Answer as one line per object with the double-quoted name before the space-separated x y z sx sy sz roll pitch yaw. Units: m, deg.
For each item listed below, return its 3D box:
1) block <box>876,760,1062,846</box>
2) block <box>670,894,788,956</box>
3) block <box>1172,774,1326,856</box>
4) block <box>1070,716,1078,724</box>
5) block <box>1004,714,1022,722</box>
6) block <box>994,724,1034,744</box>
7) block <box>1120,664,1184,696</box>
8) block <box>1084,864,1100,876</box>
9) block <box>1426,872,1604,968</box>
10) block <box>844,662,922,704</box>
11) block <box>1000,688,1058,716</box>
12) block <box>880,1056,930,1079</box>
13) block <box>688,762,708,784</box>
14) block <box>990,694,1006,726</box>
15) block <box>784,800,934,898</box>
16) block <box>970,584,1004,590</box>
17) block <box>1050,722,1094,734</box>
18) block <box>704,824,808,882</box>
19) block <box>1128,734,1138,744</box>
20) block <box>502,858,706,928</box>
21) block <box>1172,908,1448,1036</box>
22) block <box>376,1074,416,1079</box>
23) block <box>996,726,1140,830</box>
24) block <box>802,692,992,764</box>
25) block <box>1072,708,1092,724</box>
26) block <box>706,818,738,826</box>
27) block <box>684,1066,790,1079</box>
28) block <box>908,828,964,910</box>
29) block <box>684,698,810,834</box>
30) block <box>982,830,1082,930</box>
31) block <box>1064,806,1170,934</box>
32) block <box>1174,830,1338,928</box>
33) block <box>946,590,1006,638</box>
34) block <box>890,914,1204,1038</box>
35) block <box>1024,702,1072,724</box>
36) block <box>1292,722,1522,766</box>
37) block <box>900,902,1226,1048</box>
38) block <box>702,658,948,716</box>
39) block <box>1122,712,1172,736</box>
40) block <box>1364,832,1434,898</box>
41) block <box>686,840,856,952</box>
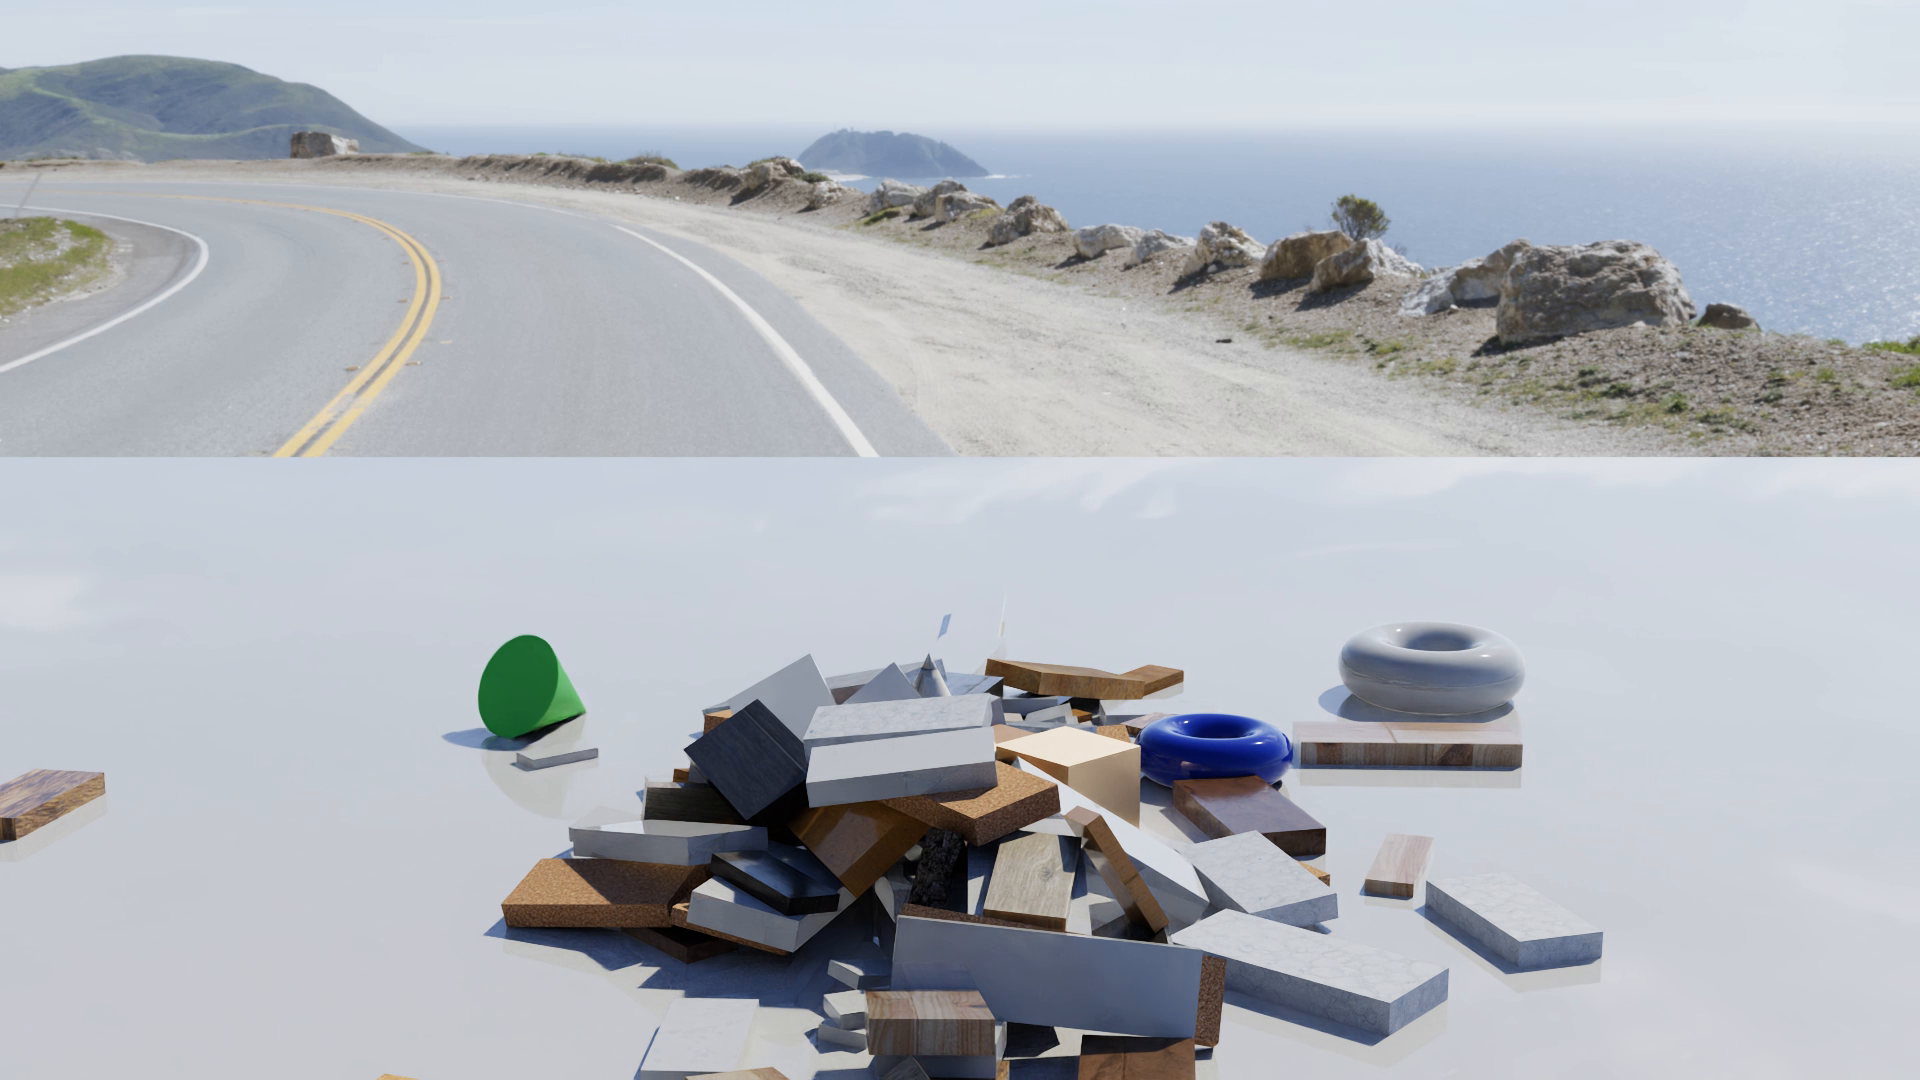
"block" -0.045 0.377 3.479 0.159 0.045 0.452 -18 19 -33
"block" -0.345 0.596 3.418 0.190 0.027 0.095 13 8 12
"block" 0.522 0.503 4.007 0.168 0.048 0.336 -3 11 -13
"block" 0.201 0.395 4.511 0.090 0.026 0.181 -15 2 2
"block" 0.077 0.372 4.462 0.064 0.018 0.128 -26 -14 17
"block" 0.071 0.443 4.025 0.159 0.159 0.159 -10 14 -42
"block" 0.422 0.323 5.035 0.095 0.027 0.190 8 13 36
"block" 0.263 0.535 3.744 0.161 0.081 0.023 10 14 42
"block" 0.877 0.601 3.499 0.145 0.041 0.291 -3 11 -16
"block" -0.110 0.361 3.785 0.176 0.050 0.446 -39 25 -2
"block" 0.143 0.349 4.764 0.126 0.036 0.251 0 2 -1
"block" -0.103 0.703 2.575 0.191 0.027 0.095 -38 57 -6
"block" -0.403 0.417 4.099 0.161 0.046 0.322 6 1 0
"block" -0.068 0.414 4.042 0.382 0.111 0.031 -26 24 -32
"block" -0.181 0.449 3.611 0.176 0.050 0.353 -43 25 -9
"block" 0.043 0.262 5.364 0.089 0.025 1.401 1 11 3
"block" 0.168 0.427 4.173 0.095 0.027 0.190 13 46 40
"block" -0.422 0.548 3.726 0.321 0.046 0.161 -8 13 -23
"block" 0.365 0.415 4.540 0.089 0.025 0.178 6 12 29
"block" -0.570 0.565 3.527 0.291 0.041 0.145 -3 21 18
"block" 0.511 0.638 3.274 0.386 0.049 0.174 9 14 39
"block" -0.734 0.746 2.716 0.145 0.041 0.291 4 11 20
"block" 0.189 0.453 3.900 0.184 0.184 0.184 -10 14 -42
"block" -0.099 0.306 3.591 0.291 0.041 0.145 -5 16 8
"block" 0.224 0.380 4.673 0.107 0.015 0.054 -9 13 -39
"block" -0.443 0.506 3.782 0.122 0.017 0.061 -7 12 -19
"block" -0.245 0.724 2.771 0.123 0.035 0.247 0 5 -28
"block" -0.047 0.530 3.269 0.028 0.199 0.099 18 -10 -14
"block" -0.345 0.388 3.760 0.159 0.045 0.318 -34 29 -13
"block" 0.107 0.498 3.205 0.117 0.033 0.235 5 22 7
"block" 0.234 0.494 3.302 0.028 0.199 0.099 -35 11 -14
"block" 0.484 0.563 3.621 0.152 0.043 0.304 -10 15 -15
"block" 0.026 0.257 5.227 0.126 0.036 1.187 1 11 3
"block" 0.116 0.597 2.996 0.418 0.123 0.035 7 -5 -3
"block" 0.181 0.372 4.540 0.091 0.026 0.182 -14 2 7
"block" 0.908 0.415 4.486 0.440 0.046 0.161 0 11 2
"block" 0.137 0.604 3.050 0.458 0.117 0.033 10 -24 -3
"block" -0.285 0.321 4.531 0.559 0.048 0.168 -12 4 43
"block" 0.398 0.385 4.587 0.064 0.018 0.128 9 14 41
"block" 0.758 0.557 3.783 0.081 0.023 0.261 4 11 19
"block" -0.284 0.559 3.481 0.174 0.049 0.348 13 8 13
